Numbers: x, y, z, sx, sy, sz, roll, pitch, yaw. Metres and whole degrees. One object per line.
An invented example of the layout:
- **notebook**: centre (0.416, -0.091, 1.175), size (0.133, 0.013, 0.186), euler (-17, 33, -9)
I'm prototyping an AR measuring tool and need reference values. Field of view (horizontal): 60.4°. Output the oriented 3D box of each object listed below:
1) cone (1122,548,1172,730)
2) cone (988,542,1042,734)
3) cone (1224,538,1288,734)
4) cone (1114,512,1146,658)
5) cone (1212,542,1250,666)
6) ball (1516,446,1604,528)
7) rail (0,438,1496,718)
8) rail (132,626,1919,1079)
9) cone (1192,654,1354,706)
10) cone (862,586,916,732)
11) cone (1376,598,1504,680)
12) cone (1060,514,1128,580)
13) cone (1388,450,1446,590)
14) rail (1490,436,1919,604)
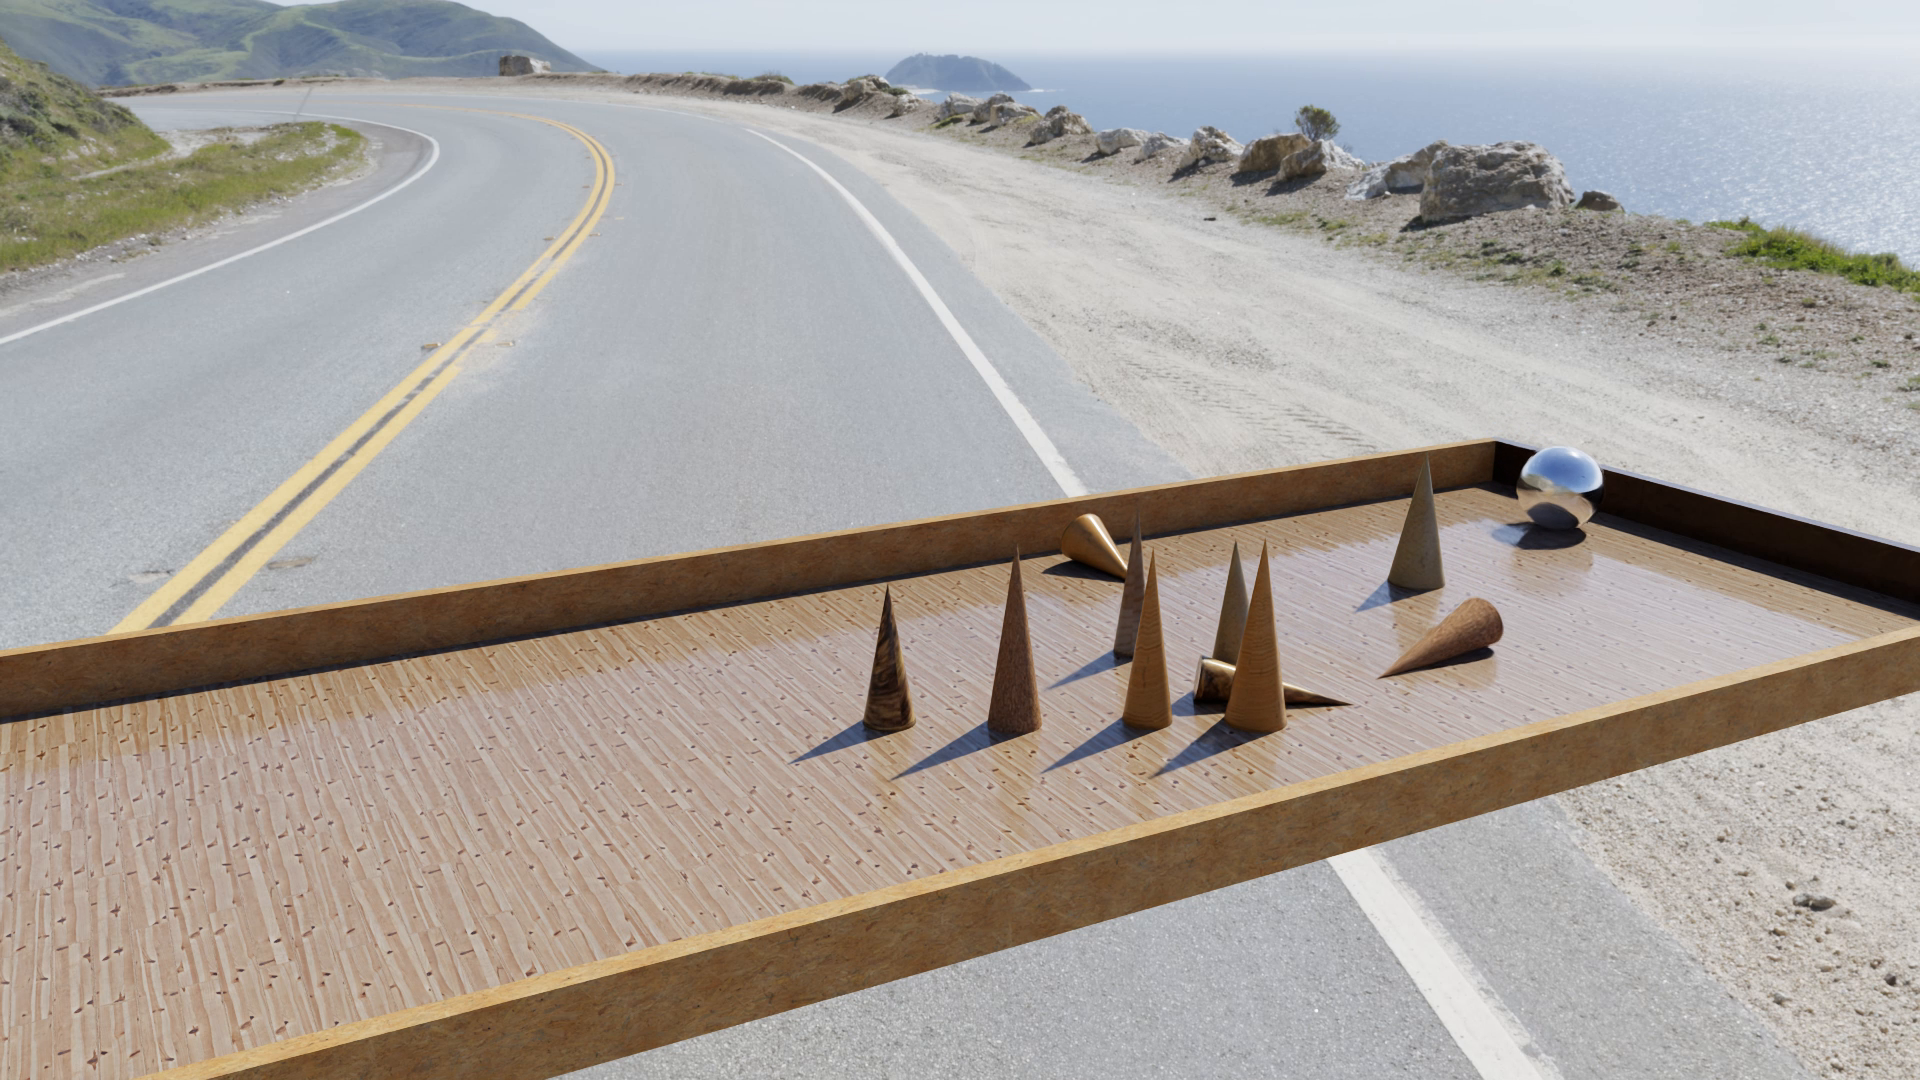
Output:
- **cone**: centre (0.443, 0.220, 3.843), size (0.119, 0.430, 0.119), euler (0, 16, 0)
- **cone**: centre (0.129, 0.215, 3.820), size (0.129, 0.454, 0.129), euler (0, 16, 0)
- **cone**: centre (0.699, 0.210, 3.834), size (0.148, 0.455, 0.148), euler (0, 16, 0)
- **cone**: centre (0.456, 0.102, 4.295), size (0.101, 0.401, 0.101), euler (0, 16, 0)
- **cone**: centre (0.684, 0.174, 4.084), size (0.145, 0.371, 0.145), euler (-2, 12, 0)
- **ball**: centre (1.988, -0.174, 5.461), size (0.274, 0.274, 0.274), euler (0, 16, 0)
- **rail**: centre (-3.305, 0.497, 3.399), size (12.000, 0.150, 0.050), euler (-9, 18, -27)
- **rail**: centre (-2.336, 1.006, 1.665), size (12.000, 0.150, 0.050), euler (-9, 18, -27)
- **cone**: centre (0.768, 0.367, 4.005), size (0.386, 0.113, 0.113), euler (10, 17, 3)
- **cone**: centre (-0.167, 0.263, 3.845), size (0.127, 0.346, 0.127), euler (0, 16, 0)
- **cone**: centre (1.217, 0.284, 4.271), size (0.433, 0.135, 0.135), euler (-22, 26, -32)
- **cone**: centre (0.455, 0.062, 5.007), size (0.160, 0.160, 0.304), euler (-10, 34, -30)
- **cone**: centre (1.363, -0.068, 4.870), size (0.169, 0.404, 0.169), euler (0, 16, 0)
- **rail**: centre (2.466, -0.048, 5.253), size (0.050, 0.150, 2.100), euler (-9, 18, -27)
